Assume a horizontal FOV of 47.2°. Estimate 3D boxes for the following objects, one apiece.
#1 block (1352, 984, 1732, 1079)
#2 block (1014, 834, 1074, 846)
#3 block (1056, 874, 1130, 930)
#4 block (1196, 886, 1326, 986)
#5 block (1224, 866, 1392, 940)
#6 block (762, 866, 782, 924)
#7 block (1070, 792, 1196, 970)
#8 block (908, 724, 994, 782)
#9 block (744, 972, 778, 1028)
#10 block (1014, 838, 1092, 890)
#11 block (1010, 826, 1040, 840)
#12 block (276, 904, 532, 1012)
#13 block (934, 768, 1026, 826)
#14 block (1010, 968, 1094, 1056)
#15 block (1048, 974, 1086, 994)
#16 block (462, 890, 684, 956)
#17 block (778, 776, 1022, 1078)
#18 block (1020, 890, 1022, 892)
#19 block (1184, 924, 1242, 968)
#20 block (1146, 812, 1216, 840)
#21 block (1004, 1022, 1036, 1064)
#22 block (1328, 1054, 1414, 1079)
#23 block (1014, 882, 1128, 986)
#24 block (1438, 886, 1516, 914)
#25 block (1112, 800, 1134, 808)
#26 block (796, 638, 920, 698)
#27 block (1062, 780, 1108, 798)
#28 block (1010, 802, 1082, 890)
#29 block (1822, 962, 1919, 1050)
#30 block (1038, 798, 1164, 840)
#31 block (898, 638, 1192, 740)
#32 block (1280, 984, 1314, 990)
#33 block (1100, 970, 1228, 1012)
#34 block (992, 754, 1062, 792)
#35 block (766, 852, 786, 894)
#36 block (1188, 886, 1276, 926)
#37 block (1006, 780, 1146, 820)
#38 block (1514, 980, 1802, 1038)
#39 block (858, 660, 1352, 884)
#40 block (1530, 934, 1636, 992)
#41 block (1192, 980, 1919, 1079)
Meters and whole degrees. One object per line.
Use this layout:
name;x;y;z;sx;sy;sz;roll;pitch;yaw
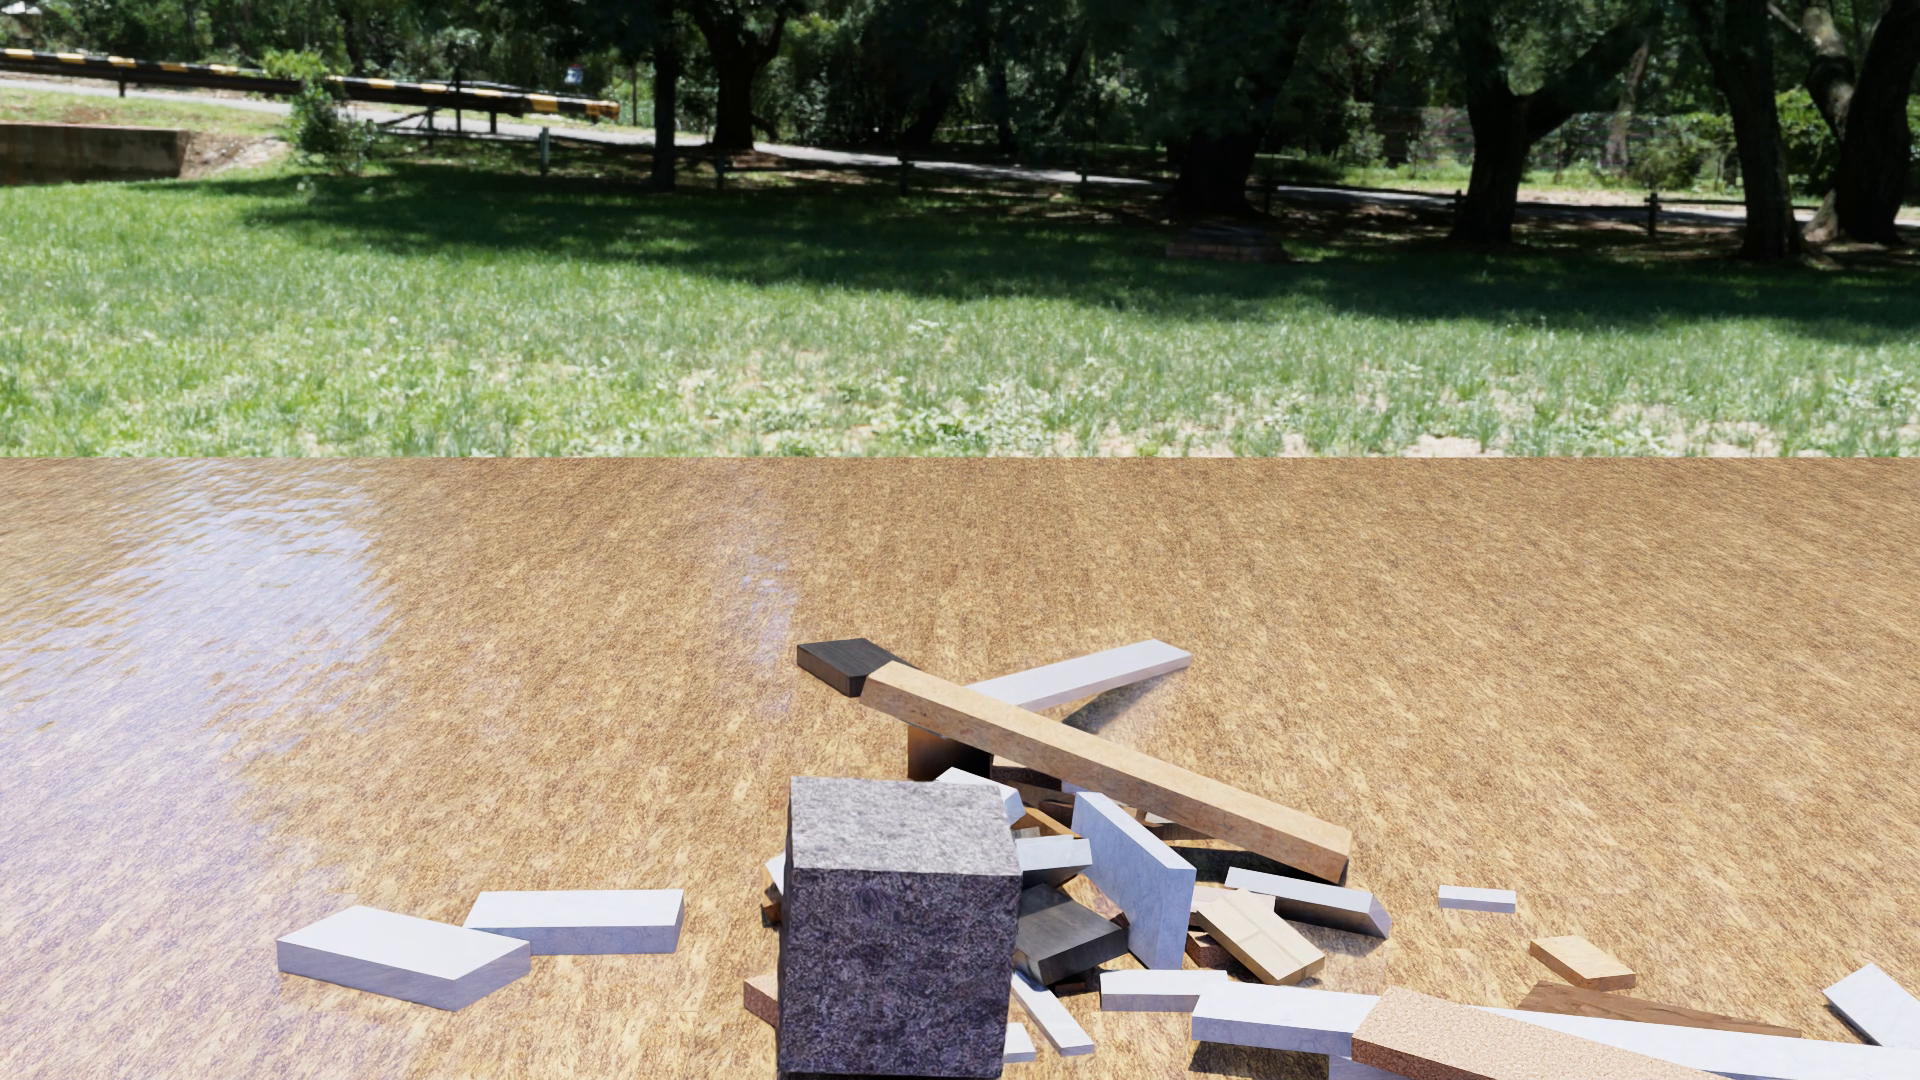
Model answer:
block;1.008;0.721;2.609;1.109;0.037;0.130;10;27;31
block;0.094;0.528;3.643;0.107;0.030;0.214;-1;-18;-26
block;0.191;0.592;3.478;0.094;0.027;0.187;-30;17;-9
block;0.453;0.603;3.325;0.094;0.027;0.187;-20;37;-29
block;0.551;0.575;3.483;0.241;0.033;0.116;6;-26;31
block;-0.205;0.537;3.559;0.231;0.033;0.116;-19;25;3
block;0.264;0.537;3.496;0.046;0.163;0.405;5;9;-18
block;-0.009;0.413;4.197;0.156;0.156;0.156;2;11;9
block;-0.175;0.672;3.117;0.142;0.040;0.283;-7;12;-34
block;0.101;0.531;3.527;0.142;0.040;0.283;-3;-17;-16
block;0.042;0.520;3.761;0.107;0.030;0.214;-5;-9;-26
block;-0.841;0.629;3.325;0.345;0.049;0.172;5;12;27
block;-0.074;0.507;3.631;0.345;0.049;0.172;-34;28;-31
block;0.122;0.676;3.168;0.048;0.014;0.301;-3;11;-15
block;0.149;0.653;3.292;0.048;0.014;0.096;-3;11;-16
block;-0.606;0.603;3.472;0.326;0.046;0.163;0;11;-2
block;-0.091;0.521;2.993;0.294;0.294;0.294;3;17;-6
block;0.058;0.555;3.465;0.052;0.015;0.104;-28;-20;8
block;0.399;0.611;3.466;0.118;0.033;0.236;-2;11;-12
block;0.390;0.512;4.001;0.231;0.033;0.116;-1;11;-5
block;0.071;0.698;3.051;0.050;0.014;0.101;-2;11;-9
block;0.660;0.712;2.891;0.310;0.044;0.155;9;14;39
block;0.128;0.600;3.364;0.142;0.040;0.283;-18;12;-20
block;0.850;0.591;3.617;0.122;0.017;0.061;3;11;14
block;0.259;0.499;3.969;0.122;0.017;0.061;-26;12;-10
block;-0.240;0.295;5.123;0.172;0.049;0.347;-5;11;-24
block;0.276;0.457;4.303;0.103;0.029;0.206;5;12;25
block;0.137;0.524;3.723;0.030;0.107;0.214;4;8;-25
block;1.302;0.672;3.057;0.082;0.023;0.291;-32;10;3
block;0.232;0.519;3.718;0.236;0.118;0.033;8;5;38
block;0.219;0.295;4.579;0.103;0.029;1.460;22;10;21
block;0.477;0.673;3.181;0.054;0.015;0.107;4;11;21
block;0.300;0.660;3.220;0.187;0.027;0.094;0;11;2
block;0.124;0.463;4.014;0.125;0.125;0.125;1;11;3
block;-0.209;0.556;3.457;0.123;0.035;0.246;-28;33;-10
block;0.406;0.575;3.431;0.165;0.023;0.082;6;22;9
block;0.188;0.501;3.815;0.274;0.118;0.033;8;-9;37
block;0.943;0.688;3.002;0.358;0.051;0.179;6;12;30
block;0.254;0.397;3.834;0.872;0.051;0.179;20;10;10
block;0.941;0.641;3.329;0.082;0.023;0.165;-3;11;-15
block;1.053;0.679;2.819;1.506;0.035;0.123;3;13;16
